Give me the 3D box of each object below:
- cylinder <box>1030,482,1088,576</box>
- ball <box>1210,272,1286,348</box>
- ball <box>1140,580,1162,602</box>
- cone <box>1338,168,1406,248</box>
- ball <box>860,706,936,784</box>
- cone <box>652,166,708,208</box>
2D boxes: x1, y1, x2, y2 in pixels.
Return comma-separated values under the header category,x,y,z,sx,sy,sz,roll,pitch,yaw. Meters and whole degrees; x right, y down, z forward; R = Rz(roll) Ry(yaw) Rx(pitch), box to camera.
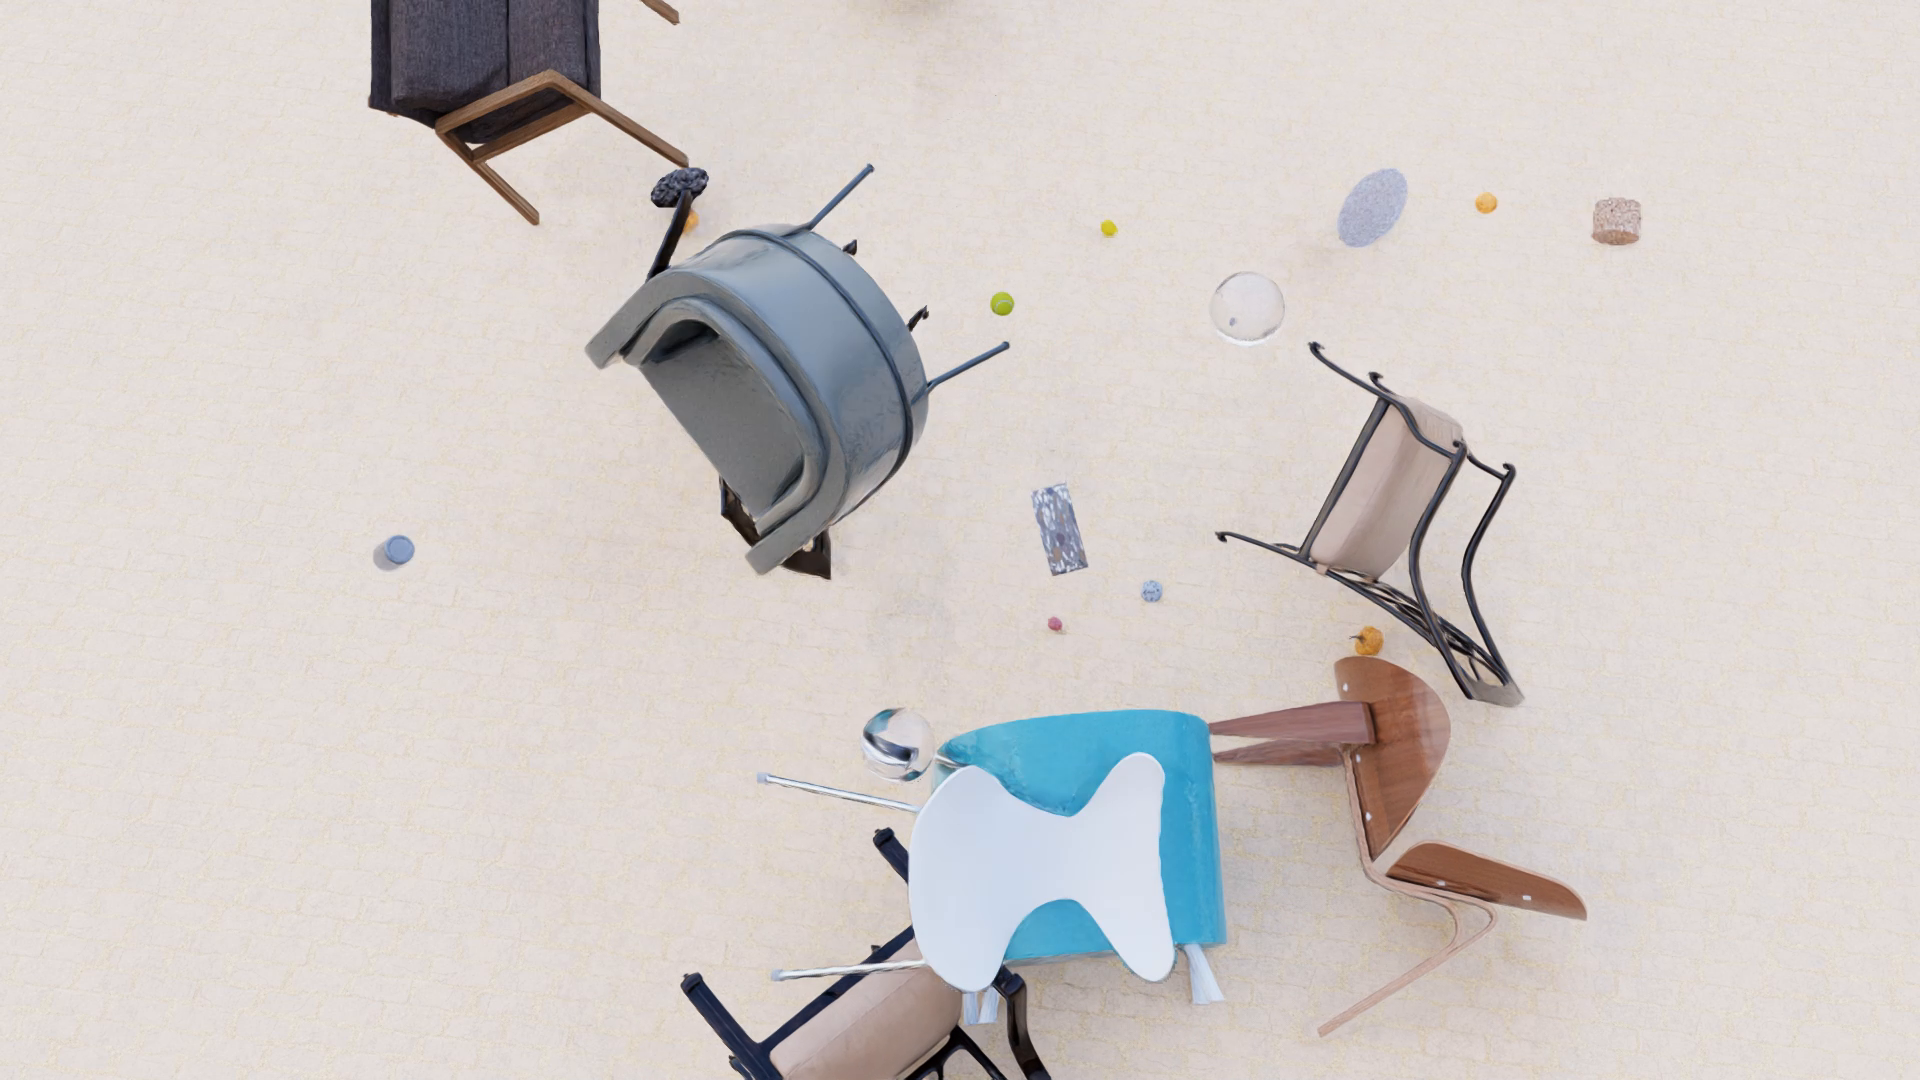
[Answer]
category,x,y,z,sx,sy,sz,roll,pitch,yaw
cylinder,0.277,-0.031,6.145,0.103,0.110,0.246,-15,87,5
ball,0.775,-0.623,5.937,0.204,0.204,0.204,0,56,0
ball,0.560,0.150,6.434,0.066,0.066,0.066,0,56,0
cone,1.328,-1.130,7.210,0.197,0.299,0.187,18,32,-18
ball,-0.151,0.499,5.348,0.185,0.185,0.185,0,56,0
cone,-0.913,-1.162,7.256,0.208,0.115,0.111,-29,18,-12
